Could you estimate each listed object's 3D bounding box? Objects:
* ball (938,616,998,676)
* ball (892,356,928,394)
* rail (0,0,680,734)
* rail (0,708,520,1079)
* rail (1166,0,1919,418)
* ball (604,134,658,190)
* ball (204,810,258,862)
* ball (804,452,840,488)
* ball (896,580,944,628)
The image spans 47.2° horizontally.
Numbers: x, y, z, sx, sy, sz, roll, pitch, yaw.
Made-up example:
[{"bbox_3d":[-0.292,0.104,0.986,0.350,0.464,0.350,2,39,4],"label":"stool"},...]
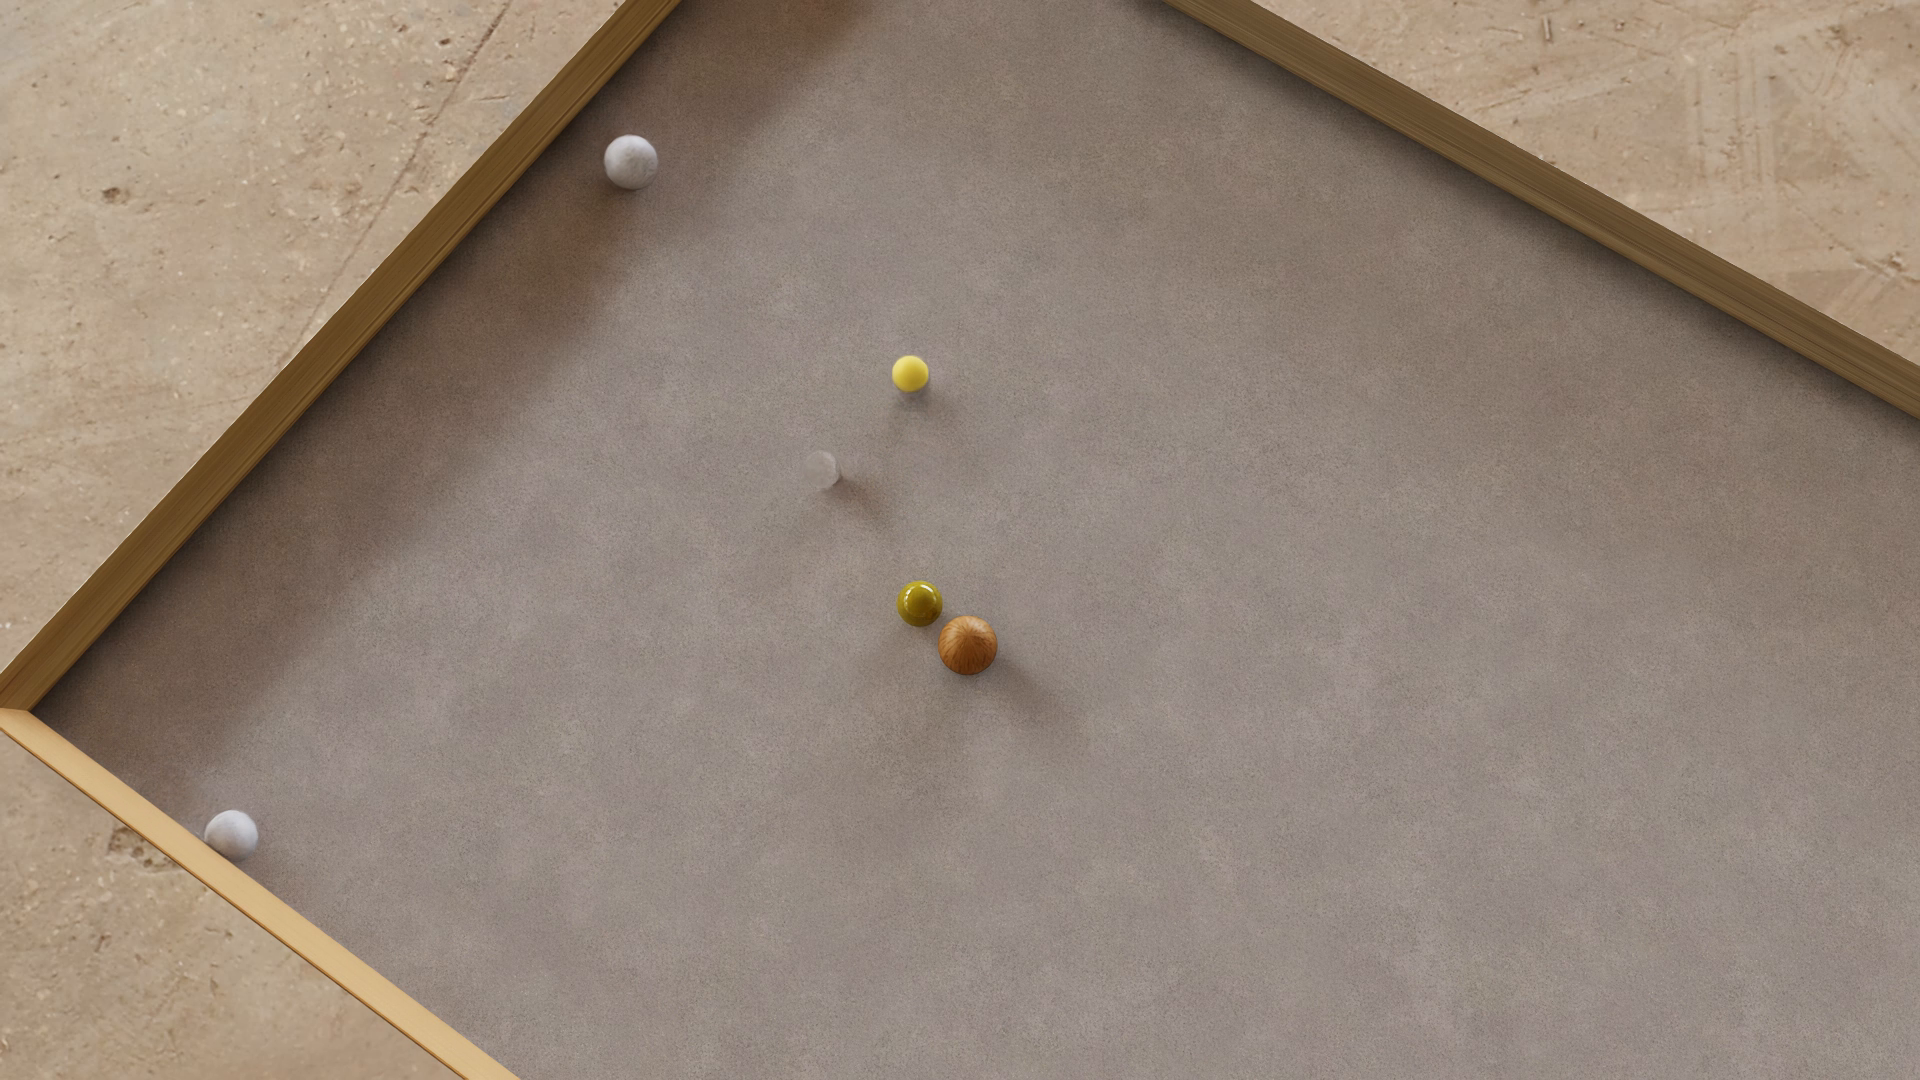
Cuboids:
[{"bbox_3d":[0.012,0.165,3.450,0.094,0.094,0.094,0,66,0],"label":"ball"},{"bbox_3d":[-0.083,-0.275,3.663,0.061,0.061,0.061,0,66,0],"label":"ball"},{"bbox_3d":[-0.845,-0.548,3.749,0.045,0.122,2.225,32,70,13],"label":"rail"},{"bbox_3d":[0.243,1.358,2.906,4.214,0.122,0.045,32,70,13],"label":"rail"},{"bbox_3d":[1.486,-0.277,3.629,4.214,0.122,0.045,32,70,13],"label":"rail"},{"bbox_3d":[-0.572,-0.655,3.813,0.093,0.093,0.093,0,66,0],"label":"ball"},{"bbox_3d":[-1.105,0.448,3.334,0.077,0.077,0.077,0,66,0],"label":"ball"},{"bbox_3d":[-0.225,-0.114,3.592,0.060,0.060,0.060,0,66,0],"label":"ball"},{"bbox_3d":[-0.064,0.101,3.489,0.074,0.074,0.074,0,66,0],"label":"ball"}]
